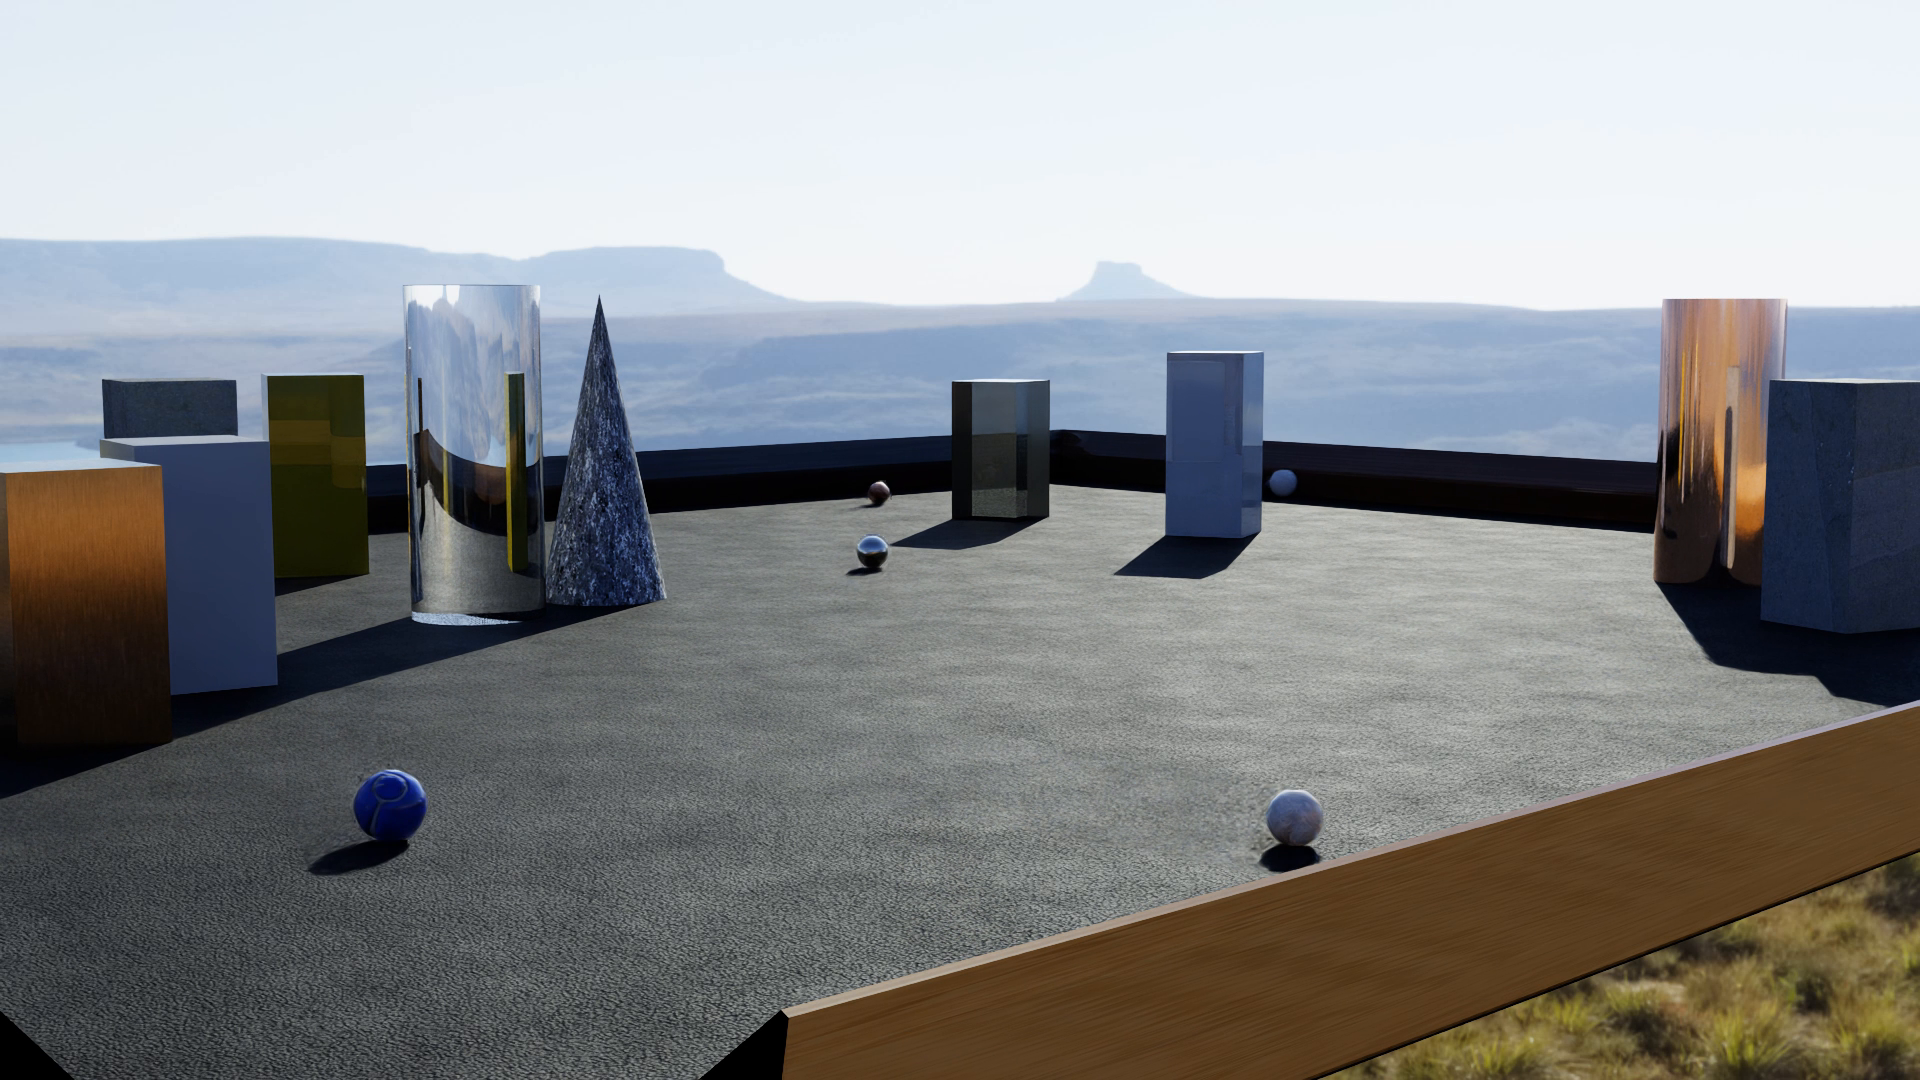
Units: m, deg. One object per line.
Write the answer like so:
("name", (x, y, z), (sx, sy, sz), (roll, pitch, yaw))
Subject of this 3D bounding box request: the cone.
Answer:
("cone", (-0.550, -0.144, 3.379), (0.193, 0.469, 0.193), (0, 6, 0))

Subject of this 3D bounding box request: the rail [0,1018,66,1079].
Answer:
("rail", (-1.386, 0.166, 2.060), (0.045, 0.125, 3.332), (-6, 8, -42))

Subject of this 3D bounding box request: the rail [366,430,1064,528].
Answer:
("rail", (-1.114, -0.093, 4.532), (3.819, 0.125, 0.045), (-6, 8, -42))

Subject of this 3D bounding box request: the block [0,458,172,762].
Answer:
("block", (-0.921, 0.066, 2.260), (0.154, 0.286, 0.154), (-5, 8, -42))

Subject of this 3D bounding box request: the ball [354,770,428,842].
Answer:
("ball", (-0.477, 0.223, 1.844), (0.060, 0.060, 0.060), (0, 6, 0))

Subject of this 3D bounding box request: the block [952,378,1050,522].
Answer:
("block", (0.087, -0.193, 4.690), (0.154, 0.293, 0.154), (3, 7, 29))

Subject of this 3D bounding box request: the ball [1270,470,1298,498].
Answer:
("ball", (0.768, -0.134, 5.207), (0.067, 0.067, 0.067), (0, 6, 0))

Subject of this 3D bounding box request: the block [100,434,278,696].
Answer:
("block", (-0.919, 0.026, 2.618), (0.154, 0.290, 0.154), (-4, 7, -35))

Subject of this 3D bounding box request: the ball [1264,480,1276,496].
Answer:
("ball", (0.749, -0.127, 5.266), (0.041, 0.041, 0.041), (0, 6, 0))

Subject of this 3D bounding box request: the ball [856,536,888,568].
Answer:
("ball", (-0.151, 0.020, 3.790), (0.056, 0.056, 0.056), (0, 6, 0))

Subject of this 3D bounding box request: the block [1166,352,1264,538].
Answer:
("block", (0.506, -0.193, 4.366), (0.154, 0.360, 0.154), (2, 6, 22))

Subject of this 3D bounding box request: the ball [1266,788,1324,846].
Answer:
("ball", (0.278, 0.231, 1.827), (0.048, 0.048, 0.048), (0, 6, 0))

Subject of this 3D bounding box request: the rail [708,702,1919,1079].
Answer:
("rail", (1.114, 0.159, 2.132), (3.819, 0.125, 0.045), (-6, 8, -42))

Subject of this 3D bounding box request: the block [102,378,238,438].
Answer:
("block", (-1.161, -0.066, 3.242), (0.154, 0.341, 0.154), (-4, 7, -33))

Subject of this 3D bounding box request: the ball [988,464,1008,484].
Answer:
("ball", (0.097, -0.169, 5.606), (0.053, 0.053, 0.053), (0, 6, 0))

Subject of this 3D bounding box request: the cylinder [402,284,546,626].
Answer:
("cylinder", (-0.700, -0.127, 3.177), (0.193, 0.478, 0.193), (0, 6, 0))

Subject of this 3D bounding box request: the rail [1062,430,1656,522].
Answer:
("rail", (1.386, -0.101, 4.604), (0.045, 0.125, 3.332), (-6, 8, -42))

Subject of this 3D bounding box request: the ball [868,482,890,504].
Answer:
("ball", (-0.185, -0.108, 5.037), (0.051, 0.051, 0.051), (0, 6, 0))

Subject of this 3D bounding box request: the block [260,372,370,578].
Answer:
("block", (-1.095, -0.114, 3.733), (0.154, 0.335, 0.154), (-2, 6, -21))

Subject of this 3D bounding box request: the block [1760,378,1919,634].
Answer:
("block", (1.253, -0.053, 3.107), (0.154, 0.344, 0.154), (-3, 7, -26))

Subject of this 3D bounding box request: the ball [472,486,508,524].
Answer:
("ball", (-0.980, -0.073, 4.585), (0.076, 0.076, 0.076), (0, 6, 0))

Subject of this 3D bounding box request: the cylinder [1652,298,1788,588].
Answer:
("cylinder", (1.238, -0.162, 3.584), (0.193, 0.461, 0.193), (0, 6, 0))
